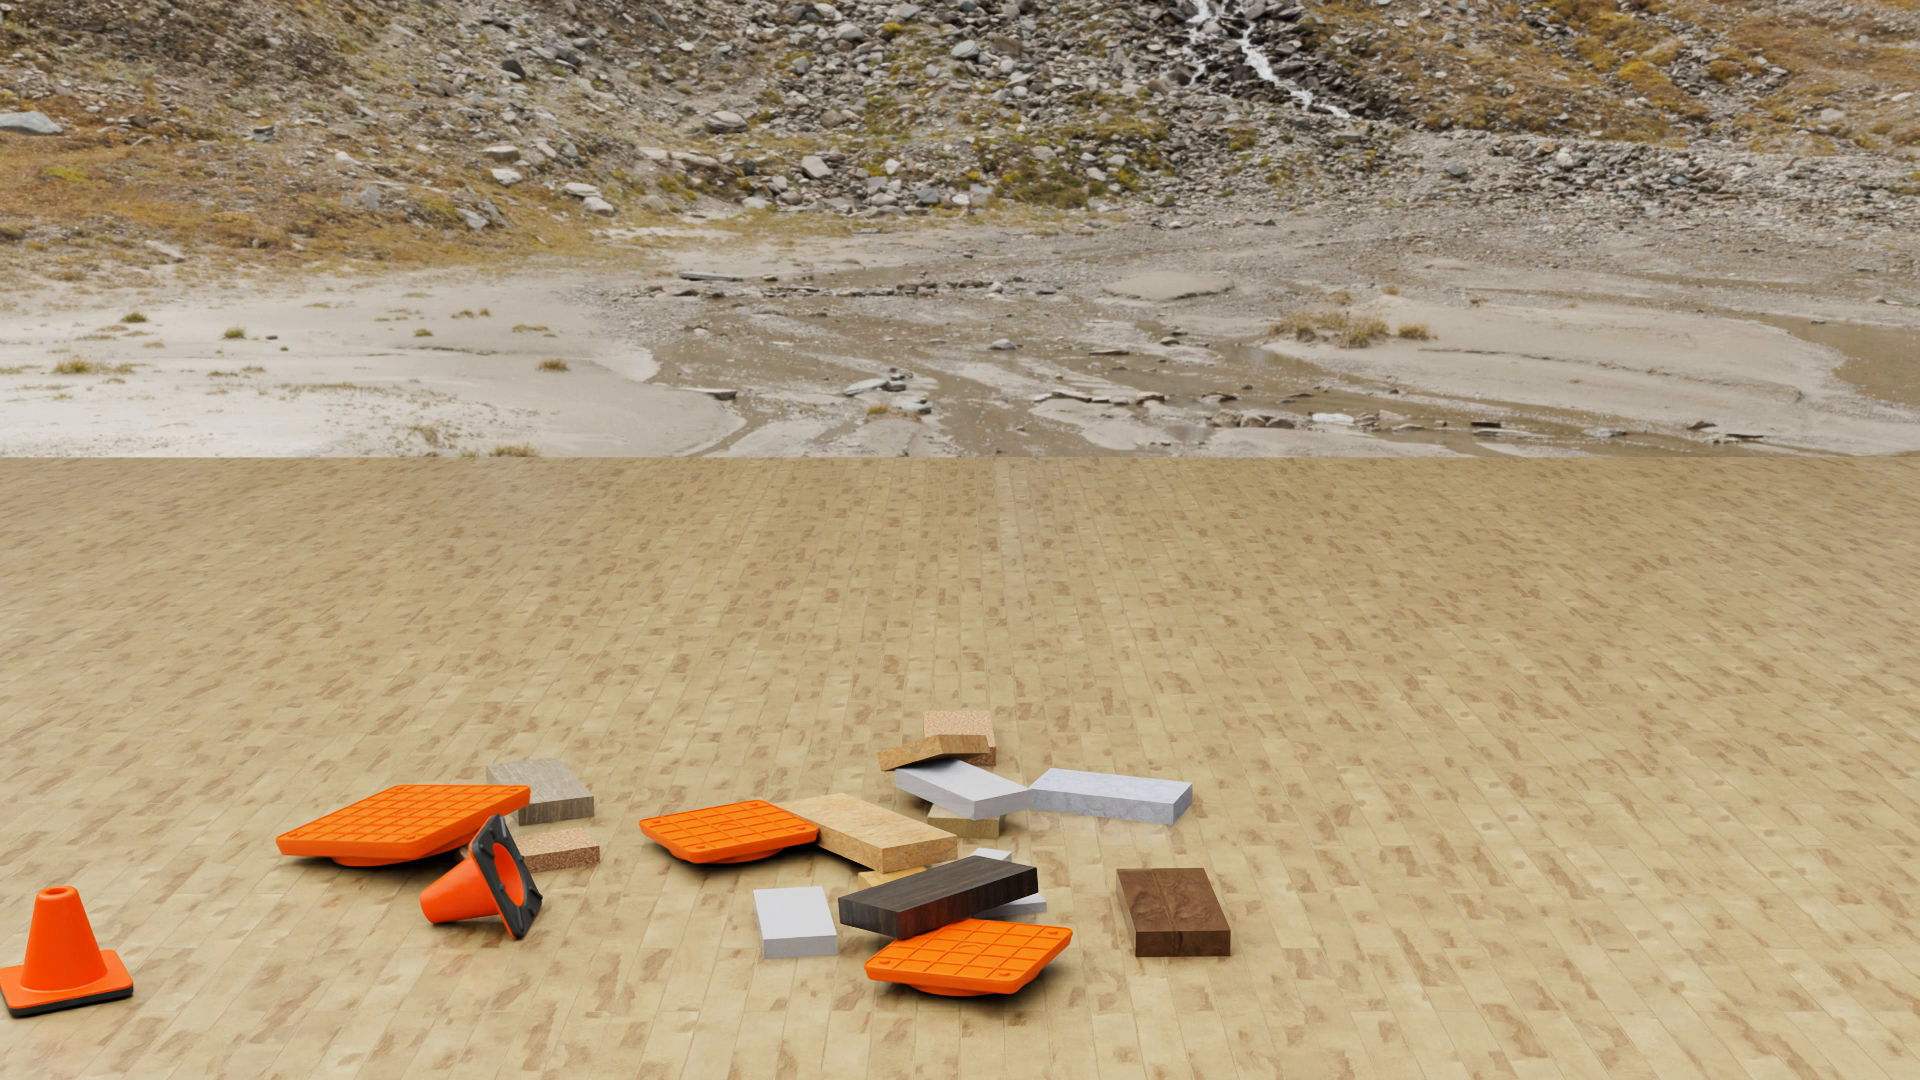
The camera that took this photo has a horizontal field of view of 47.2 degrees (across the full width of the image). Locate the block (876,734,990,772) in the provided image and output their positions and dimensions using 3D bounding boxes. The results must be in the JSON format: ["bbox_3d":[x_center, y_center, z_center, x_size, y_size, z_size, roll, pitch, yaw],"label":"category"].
[{"bbox_3d":[-0.048,0.410,4.242,0.129,0.036,0.257,-18,-11,19],"label":"block"}]

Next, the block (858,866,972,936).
[{"bbox_3d":[-0.076,0.588,3.594,0.113,0.032,0.227,-4,11,-21],"label":"block"}]

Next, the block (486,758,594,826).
[{"bbox_3d":[-0.800,0.476,4.176,0.141,0.040,0.282,-5,11,-23],"label":"block"}]

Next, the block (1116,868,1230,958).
[{"bbox_3d":[0.339,0.595,3.529,0.147,0.042,0.293,0,11,-2],"label":"block"}]

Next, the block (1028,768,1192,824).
[{"bbox_3d":[0.283,0.482,4.143,0.282,0.040,0.141,4,11,20],"label":"block"}]

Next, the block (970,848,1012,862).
[{"bbox_3d":[0.039,0.560,3.785,0.062,0.017,0.123,4,11,21],"label":"block"}]

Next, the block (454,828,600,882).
[{"bbox_3d":[-0.752,0.546,3.819,0.227,0.032,0.113,-5,12,-26],"label":"block"}]

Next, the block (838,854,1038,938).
[{"bbox_3d":[-0.032,0.563,3.483,0.293,0.042,0.147,-10,9,-42],"label":"block"}]

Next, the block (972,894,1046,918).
[{"bbox_3d":[0.074,0.595,3.595,0.123,0.017,0.062,-3,11,-15],"label":"block"}]

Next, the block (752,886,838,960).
[{"bbox_3d":[-0.264,0.606,3.495,0.113,0.032,0.227,-2,11,-9],"label":"block"}]

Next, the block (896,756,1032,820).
[{"bbox_3d":[0.004,0.459,4.074,0.129,0.036,0.257,-7,13,-34],"label":"block"}]

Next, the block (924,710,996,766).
[{"bbox_3d":[-0.003,0.408,4.539,0.141,0.040,0.282,0,11,-2],"label":"block"}]

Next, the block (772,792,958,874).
[{"bbox_3d":[-0.174,0.513,3.879,0.147,0.042,0.412,-6,7,-31],"label":"block"}]

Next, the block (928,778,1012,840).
[{"bbox_3d":[0.020,0.495,4.080,0.129,0.036,0.257,1,11,7],"label":"block"}]
